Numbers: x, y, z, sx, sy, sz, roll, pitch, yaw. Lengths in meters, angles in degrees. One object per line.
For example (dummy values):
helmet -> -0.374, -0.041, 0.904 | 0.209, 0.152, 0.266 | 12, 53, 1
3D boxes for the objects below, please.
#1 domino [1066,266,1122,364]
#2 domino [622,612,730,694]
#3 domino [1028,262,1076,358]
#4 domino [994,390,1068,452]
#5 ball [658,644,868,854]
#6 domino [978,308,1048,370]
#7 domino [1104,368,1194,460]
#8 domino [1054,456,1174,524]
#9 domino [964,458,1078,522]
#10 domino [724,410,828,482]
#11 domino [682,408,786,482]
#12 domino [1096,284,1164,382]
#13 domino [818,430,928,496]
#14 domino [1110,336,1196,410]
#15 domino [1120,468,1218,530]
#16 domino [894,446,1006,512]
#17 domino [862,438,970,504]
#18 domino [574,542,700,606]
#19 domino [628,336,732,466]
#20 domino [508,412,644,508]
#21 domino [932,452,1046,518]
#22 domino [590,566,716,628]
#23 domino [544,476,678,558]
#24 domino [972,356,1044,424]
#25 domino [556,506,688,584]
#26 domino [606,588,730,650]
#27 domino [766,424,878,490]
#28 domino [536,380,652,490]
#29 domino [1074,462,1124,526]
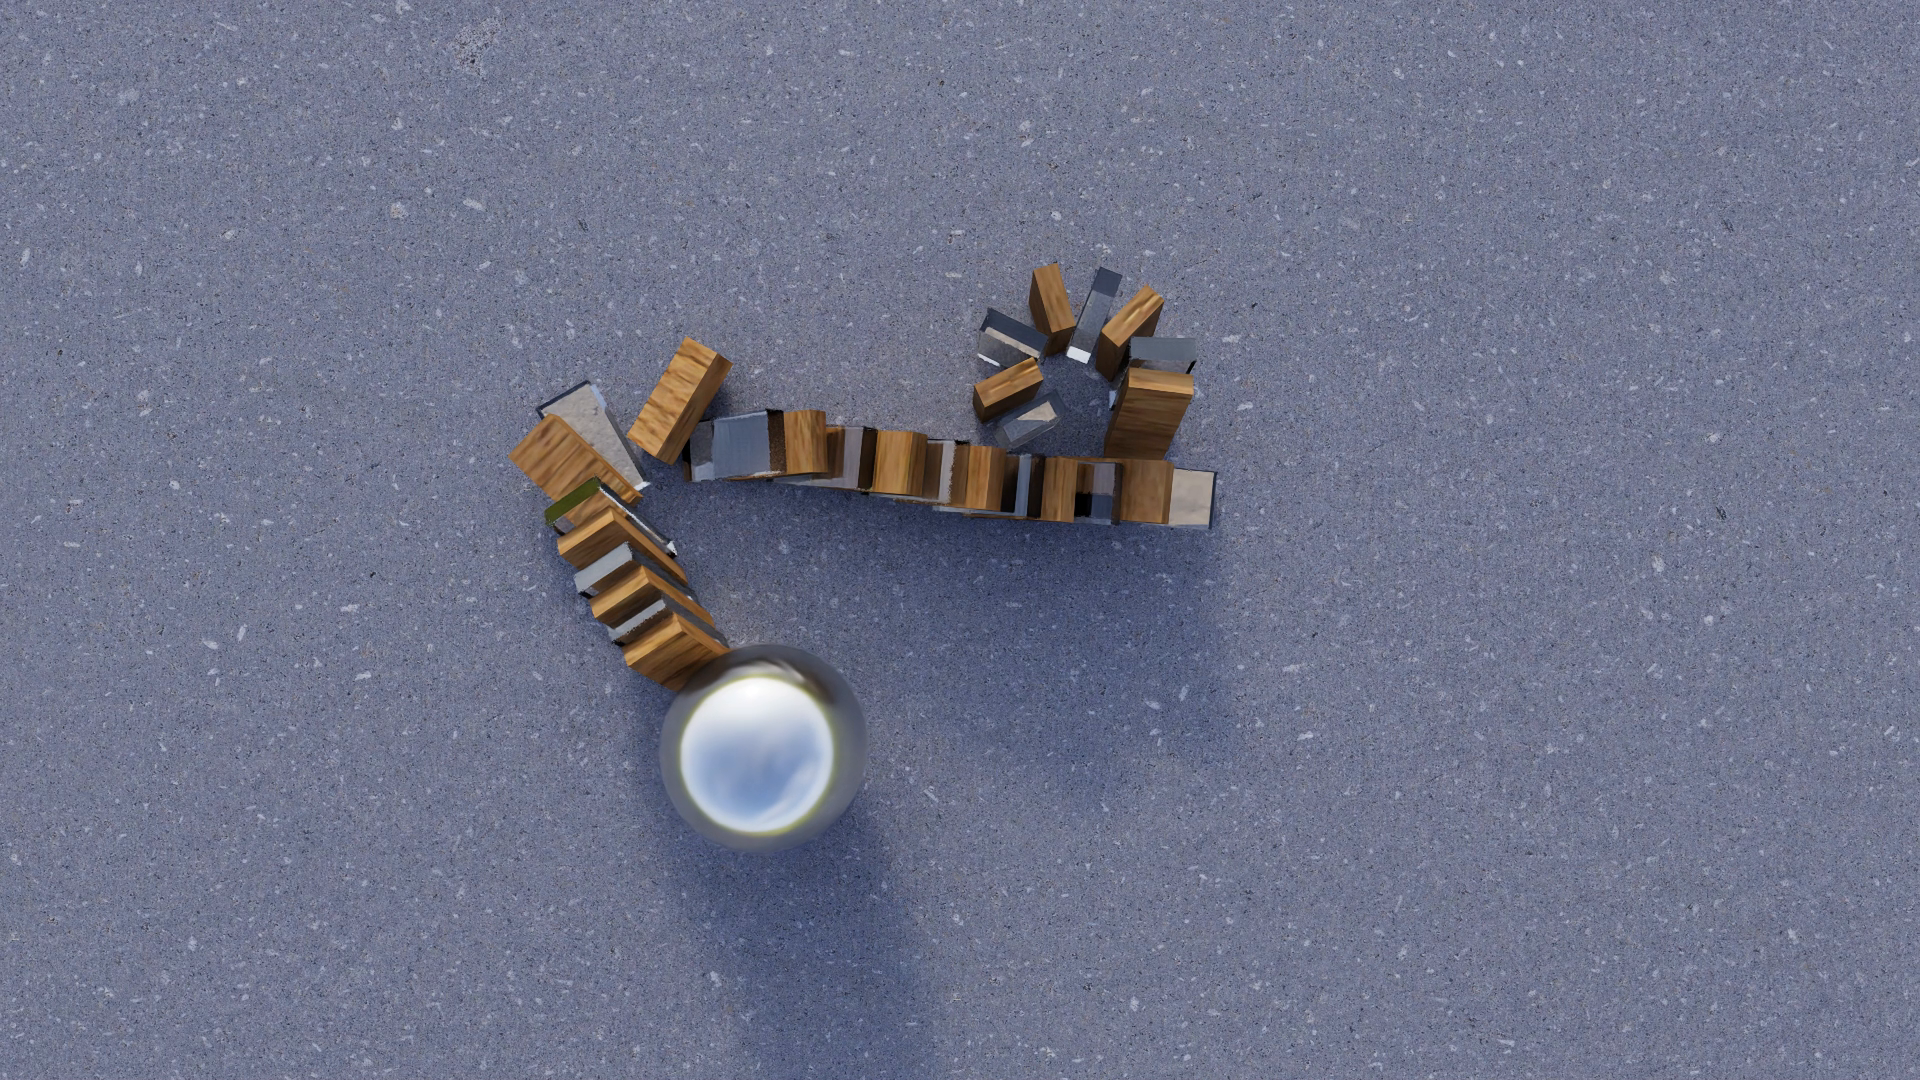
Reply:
domino -> 0.054, -0.091, 0.375 | 0.009, 0.050, 0.025 | 22, 90, 3
domino -> -0.112, 0.050, 0.376 | 0.025, 0.050, 0.010 | -33, 57, 0
domino -> 0.037, -0.093, 0.375 | 0.010, 0.050, 0.025 | -17, 90, 2
domino -> 0.028, -0.048, 0.375 | 0.025, 0.050, 0.009 | -29, 90, 0
ball -> -0.076, 0.081, 0.360 | 0.080, 0.080, 0.080 | 0, 90, 0
domino -> 0.021, -0.079, 0.375 | 0.025, 0.050, 0.009 | 26, 90, 0
domino -> 0.076, -0.050, 0.376 | 0.025, 0.050, 0.010 | 7, 62, 0
domino -> 0.062, -0.021, 0.383 | 0.050, 0.010, 0.025 | 6, 90, 30
domino -> 0.024, -0.021, 0.380 | 0.050, 0.009, 0.025 | 4, 90, 40
domino -> -0.078, -0.039, 0.383 | 0.050, 0.010, 0.025 | -3, 90, 32
domino -> -0.095, -0.039, 0.382 | 0.050, 0.010, 0.025 | -4, 89, 32
domino -> 0.069, -0.083, 0.375 | 0.009, 0.050, 0.025 | 45, 90, 8
domino -> -0.037, -0.032, 0.381 | 0.050, 0.009, 0.025 | 6, 90, 38
domino -> 0.078, -0.067, 0.375 | 0.025, 0.050, 0.009 | 1, 75, 0
domino -> 0.084, -0.019, 0.395 | 0.050, 0.009, 0.025 | 6, 90, 0
domino -> -0.005, -0.026, 0.380 | 0.050, 0.009, 0.025 | 7, 91, 40
domino -> -0.019, -0.029, 0.380 | 0.050, 0.009, 0.025 | 7, 92, 40
domino -> -0.131, 0.022, 0.376 | 0.025, 0.050, 0.010 | -33, 57, 0
domino -> -0.119, -0.059, 0.389 | 0.025, 0.009, 0.050 | 31, 90, 37
domino -> -0.162, -0.027, 0.386 | 0.050, 0.009, 0.025 | 44, 90, 0
domino -> 0.011, -0.023, 0.379 | 0.050, 0.009, 0.025 | 5, 91, 40
domino -> -0.125, 0.031, 0.376 | 0.025, 0.050, 0.010 | -34, 57, 0
domino -> -0.143, -0.002, 0.378 | 0.025, 0.050, 0.009 | -35, 50, 0
domino -> 0.019, -0.060, 0.375 | 0.025, 0.050, 0.009 | -26, 90, 0
domino -> -0.138, 0.009, 0.378 | 0.025, 0.050, 0.010 | -33, 50, 0
domino -> -0.119, 0.040, 0.376 | 0.025, 0.050, 0.009 | -33, 57, 0
domino -> -0.058, -0.035, 0.383 | 0.050, 0.010, 0.025 | 6, 90, 32
domino -> -0.158, -0.040, 0.395 | 0.025, 0.009, 0.050 | -29, 90, 0
domino -> 0.042, -0.020, 0.383 | 0.050, 0.010, 0.025 | 4, 90, 30
